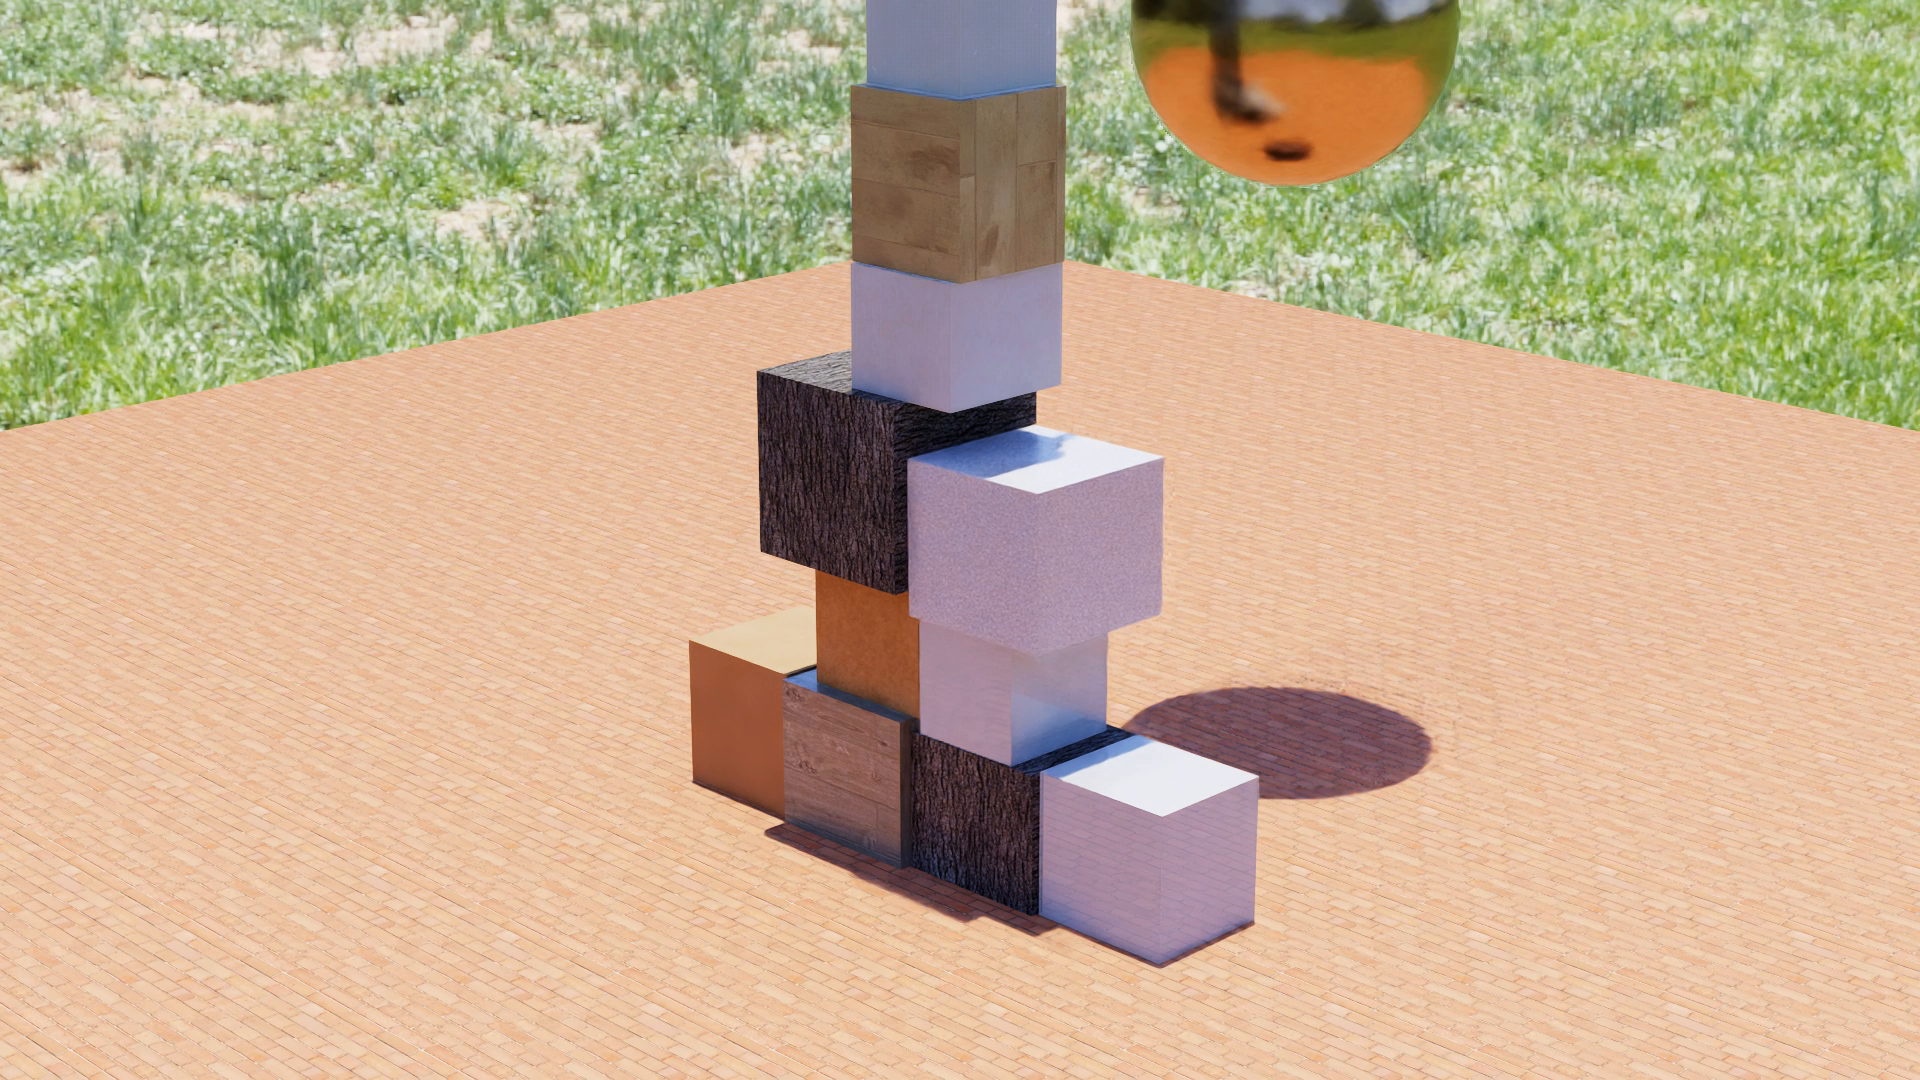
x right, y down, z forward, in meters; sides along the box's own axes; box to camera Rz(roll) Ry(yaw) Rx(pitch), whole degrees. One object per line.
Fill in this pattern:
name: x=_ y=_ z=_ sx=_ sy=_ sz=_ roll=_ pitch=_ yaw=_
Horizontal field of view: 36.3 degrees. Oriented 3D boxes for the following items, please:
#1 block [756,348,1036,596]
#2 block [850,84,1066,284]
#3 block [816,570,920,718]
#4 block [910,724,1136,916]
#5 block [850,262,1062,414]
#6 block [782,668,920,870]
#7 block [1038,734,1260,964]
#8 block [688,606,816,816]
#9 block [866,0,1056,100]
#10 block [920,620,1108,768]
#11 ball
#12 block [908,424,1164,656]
block: x=-0.289 y=-0.361 z=13.522 sx=0.908 sy=0.869 sz=0.904 roll=-17 pitch=24 yaw=-42
block: x=-0.007 y=-1.601 z=12.831 sx=0.654 sy=0.776 sz=0.671 roll=-17 pitch=24 yaw=-42
block: x=-0.201 y=0.375 z=13.683 sx=0.632 sy=0.631 sz=0.707 roll=-17 pitch=24 yaw=-42
block: x=0.295 y=1.198 z=13.420 sx=0.703 sy=0.668 sz=0.767 roll=-17 pitch=24 yaw=-42
block: x=-0.014 y=-0.958 z=13.026 sx=0.701 sy=0.568 sz=0.625 roll=-17 pitch=24 yaw=-42
block: x=-0.276 y=1.005 z=13.938 sx=0.793 sy=0.725 sz=0.800 roll=-17 pitch=24 yaw=-42
block: x=0.827 y=1.349 z=12.914 sx=0.638 sy=0.683 sz=0.711 roll=-17 pitch=24 yaw=-42
block: x=-0.810 y=0.834 z=14.466 sx=0.743 sy=0.734 sz=0.721 roll=-17 pitch=24 yaw=-42
block: x=0.006 y=-2.256 z=12.640 sx=0.589 sy=0.588 sz=0.574 roll=-17 pitch=24 yaw=-42
block: x=0.243 y=0.600 z=13.248 sx=0.574 sy=0.575 sz=0.627 roll=17 pitch=24 yaw=42
ball: x=1.623 y=-2.524 z=14.250 sx=1.600 sy=1.600 sz=1.600 roll=0 pitch=17 yaw=0
block: x=0.335 y=-0.013 z=13.014 sx=0.807 sy=0.729 sz=0.793 roll=-17 pitch=24 yaw=-42
